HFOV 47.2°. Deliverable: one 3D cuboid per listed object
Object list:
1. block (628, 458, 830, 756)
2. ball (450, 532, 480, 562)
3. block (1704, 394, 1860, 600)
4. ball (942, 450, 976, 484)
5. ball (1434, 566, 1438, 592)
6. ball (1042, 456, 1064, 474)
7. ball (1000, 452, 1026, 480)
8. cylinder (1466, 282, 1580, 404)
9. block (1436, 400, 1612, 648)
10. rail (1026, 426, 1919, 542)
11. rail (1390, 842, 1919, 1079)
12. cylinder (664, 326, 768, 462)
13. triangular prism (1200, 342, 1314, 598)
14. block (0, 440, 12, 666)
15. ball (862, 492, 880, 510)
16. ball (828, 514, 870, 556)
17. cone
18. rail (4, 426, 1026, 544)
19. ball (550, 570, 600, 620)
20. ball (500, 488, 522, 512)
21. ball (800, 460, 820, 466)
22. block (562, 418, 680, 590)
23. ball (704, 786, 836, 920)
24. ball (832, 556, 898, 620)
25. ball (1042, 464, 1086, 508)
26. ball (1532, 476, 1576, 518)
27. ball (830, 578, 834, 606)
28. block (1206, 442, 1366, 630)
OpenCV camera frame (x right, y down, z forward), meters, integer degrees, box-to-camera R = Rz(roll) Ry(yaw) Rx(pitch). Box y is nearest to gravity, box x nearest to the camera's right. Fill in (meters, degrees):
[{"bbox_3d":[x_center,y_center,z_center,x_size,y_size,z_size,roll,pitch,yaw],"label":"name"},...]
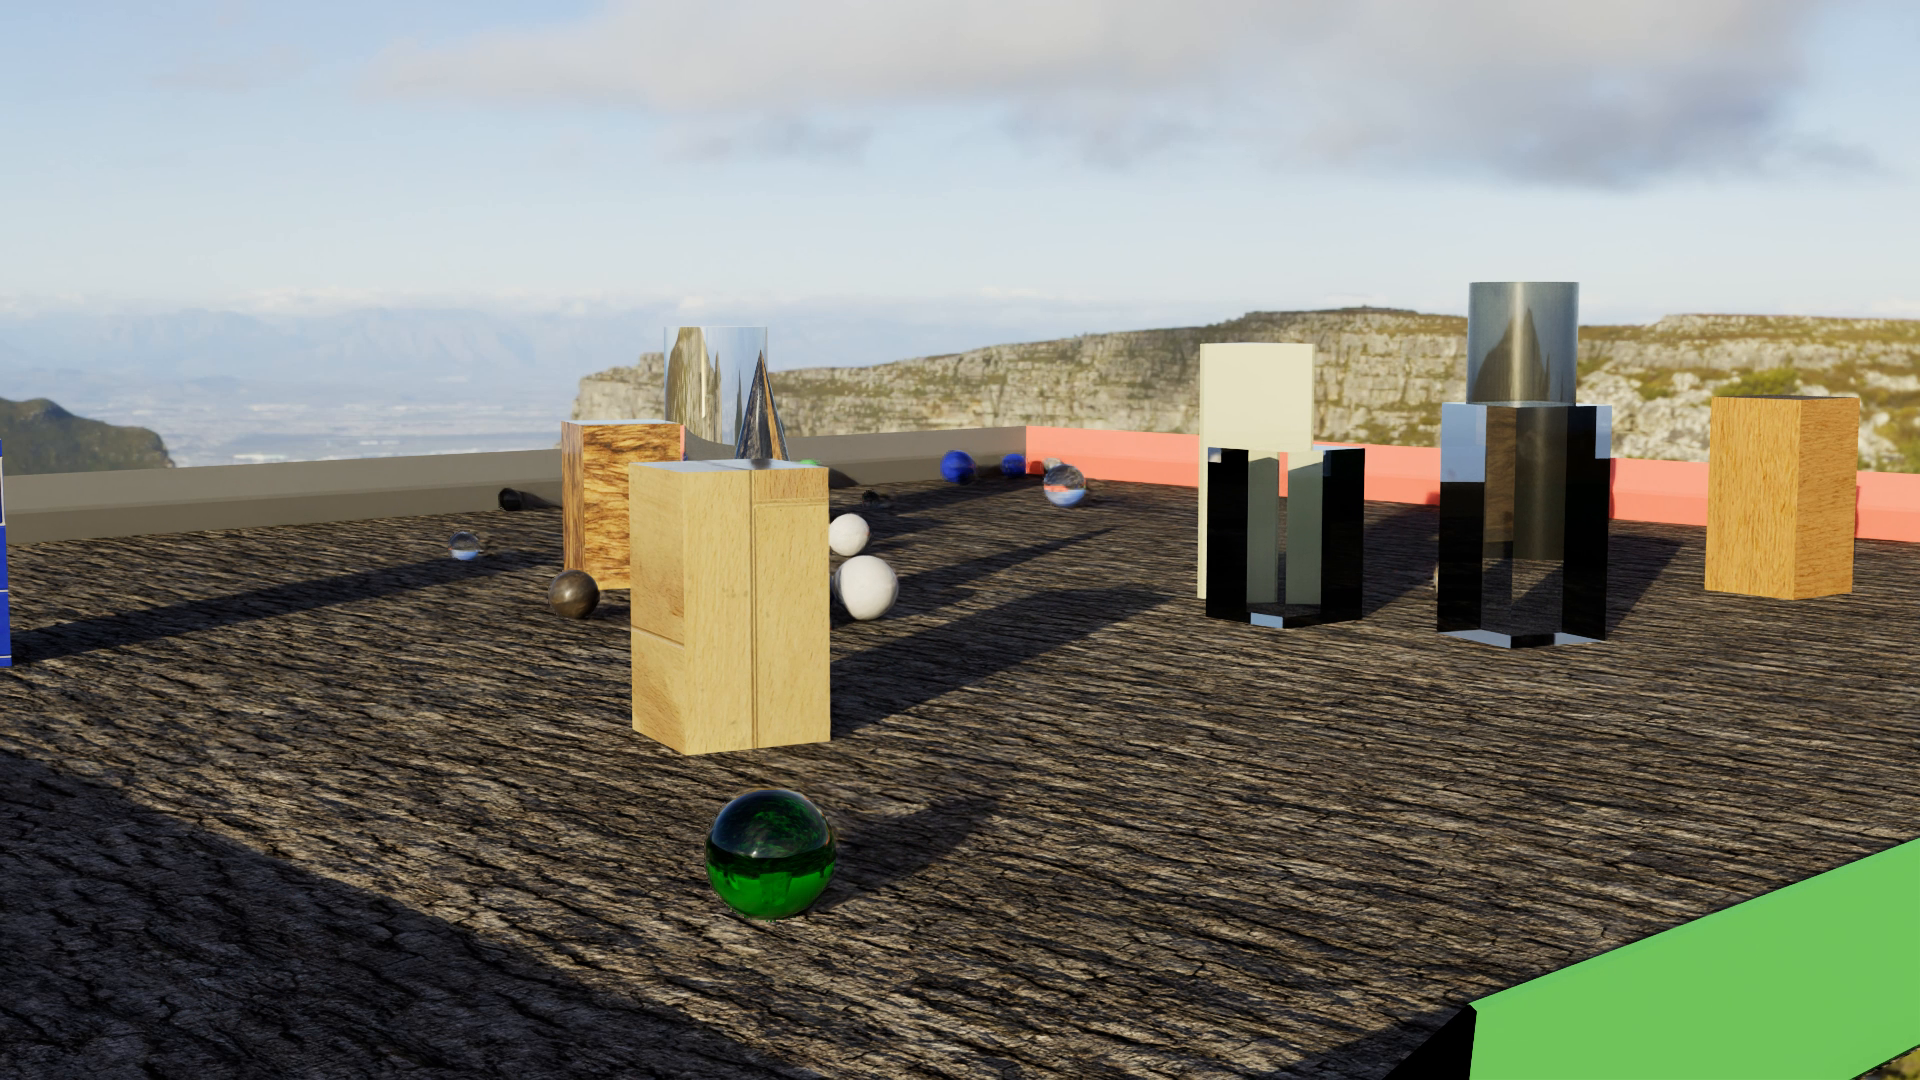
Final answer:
[{"bbox_3d":[-0.242,0.064,2.302,0.159,0.285,0.159,-3,7,-28],"label":"block"},{"bbox_3d":[-0.883,0.012,3.916,0.052,0.052,0.052,0,6,0],"label":"ball"},{"bbox_3d":[1.305,-0.072,3.492,0.159,0.309,0.159,-4,7,-36],"label":"block"},{"bbox_3d":[-0.005,-0.188,5.666,0.087,0.087,0.087,0,6,0],"label":"ball"},{"bbox_3d":[0.762,0.059,3.371,0.072,0.072,0.072,0,6,0],"label":"ball"},{"bbox_3d":[0.250,-0.195,5.887,0.056,0.056,0.056,0,6,0],"label":"ball"},{"bbox_3d":[0.142,-0.196,5.834,0.070,0.070,0.070,0,6,0],"label":"ball"},{"bbox_3d":[1.038,-0.228,4.075,0.199,0.497,0.199,0,6,0],"label":"cylinder"},{"bbox_3d":[0.767,-0.026,2.996,0.159,0.319,0.159,-3,7,-24],"label":"block"},{"bbox_3d":[1.439,-0.104,4.652,0.045,0.129,3.755,-5,8,-42],"label":"rail"},{"bbox_3d":[1.257,0.175,1.977,3.962,0.129,0.045,-5,8,-42],"label":"rail"},{"bbox_3d":[-0.469,-0.204,4.244,0.199,0.414,0.199,0,6,0],"label":"cylinder"},{"bbox_3d":[0.460,-0.113,3.473,0.172,0.394,0.149,0,6,1],"label":"triangular prism"},{"bbox_3d":[-1.300,0.013,2.783,0.159,0.285,0.159,-3,7,-28],"label":"block"},{"bbox_3d":[-0.199,-0.089,4.944,0.040,0.040,0.040,0,6,0],"label":"ball"},{"bbox_3d":[-0.201,-0.009,3.991,0.078,0.078,0.078,0,6,0],"label":"ball"},{"bbox_3d":[-0.277,-0.071,3.076,0.199,0.393,0.199,0,6,0],"label":"cone"},{"bbox_3d":[-1.257,-0.108,4.687,3.962,0.129,0.045,-5,8,-42],"label":"rail"},{"bbox_3d":[-0.558,0.079,3.183,0.071,0.071,0.071,0,6,0],"label":"ball"},{"bbox_3d":[-0.999,-0.088,4.891,0.051,0.051,0.051,0,6,0],"label":"ball"},{"bbox_3d":[-0.376,-0.158,5.423,0.080,0.080,0.080,0,6,0],"label":"ball"},{"bbox_3d":[-0.555,-0.062,3.606,0.159,0.264,0.159,-2,6,-22],"label":"block"},{"bbox_3d":[-0.139,0.230,1.616,0.096,0.096,0.096,0,6,0],"label":"ball"},{"bbox_3d":[-0.137,0.069,3.169,0.094,0.094,0.094,0,6,0],"label":"ball"},{"bbox_3d":[0.237,-0.123,4.990,0.099,0.099,0.099,0,6,0],"label":"ball"},{"bbox_3d":[1.279,-0.091,4.731,0.090,0.090,0.090,0,6,0],"label":"ball"},{"bbox_3d":[-0.216,0.075,3.247,0.066,0.066,0.066,0,6,0],"label":"ball"},{"bbox_3d":[0.470,-0.010,3.184,0.159,0.249,0.159,-5,8,-38],"label":"block"}]
